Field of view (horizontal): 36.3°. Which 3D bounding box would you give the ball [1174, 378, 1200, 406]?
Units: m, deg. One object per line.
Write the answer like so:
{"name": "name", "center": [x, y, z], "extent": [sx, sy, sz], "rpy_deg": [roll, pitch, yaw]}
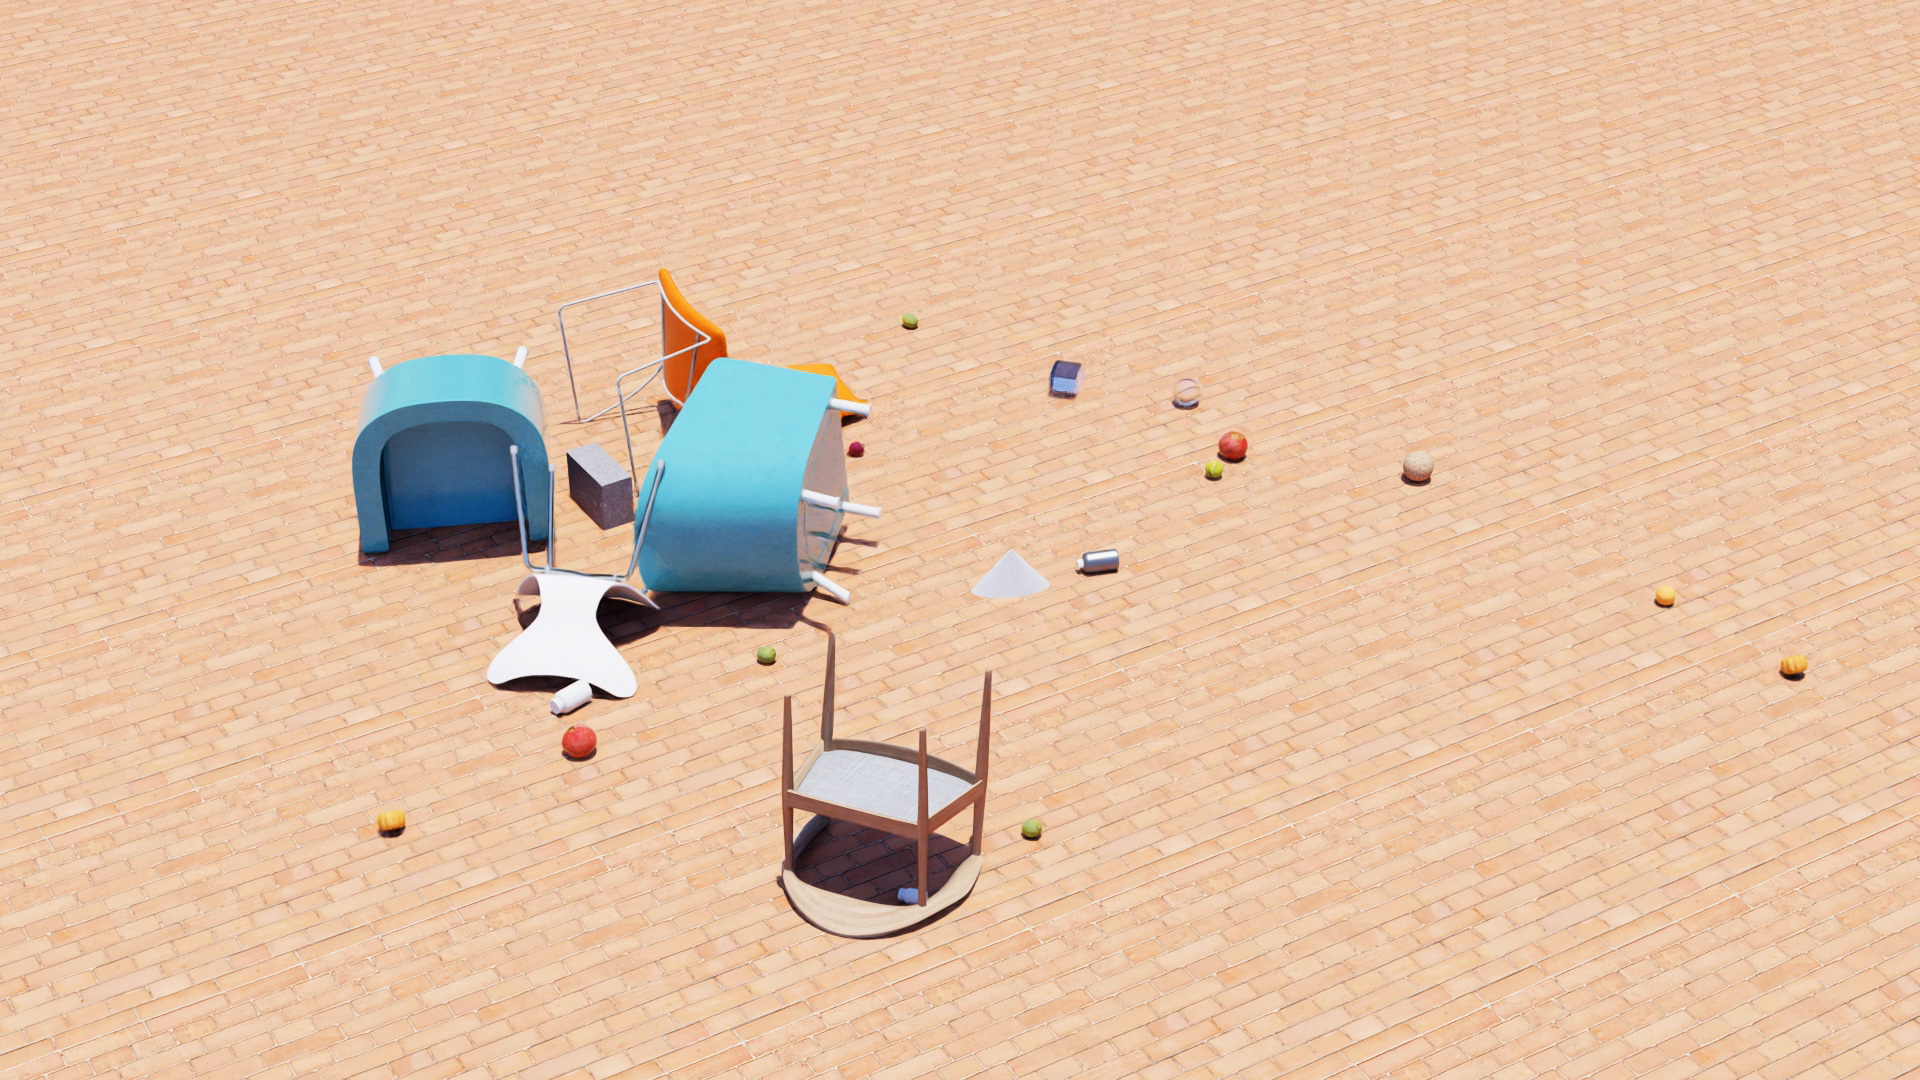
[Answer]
{"name": "ball", "center": [0.909, -0.593, 11.746], "extent": [0.109, 0.109, 0.109], "rpy_deg": [0, 33, 0]}

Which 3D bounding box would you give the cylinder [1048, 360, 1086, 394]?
{"name": "cylinder", "center": [0.432, -0.661, 11.854], "extent": [0.108, 0.103, 0.187], "rpy_deg": [9, 34, 13]}

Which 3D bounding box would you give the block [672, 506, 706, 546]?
{"name": "block", "center": [-1.014, -0.053, 10.940], "extent": [0.072, 0.093, 0.106], "rpy_deg": [-28, 42, -35]}

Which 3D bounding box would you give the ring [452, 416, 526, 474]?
{"name": "ring", "center": [-1.824, -0.367, 11.350], "extent": [0.297, 0.090, 0.225], "rpy_deg": [-23, 72, -13]}

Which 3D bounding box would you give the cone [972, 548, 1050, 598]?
{"name": "cone", "center": [0.184, 0.101, 10.636], "extent": [0.291, 0.170, 0.128], "rpy_deg": [-6, 34, -9]}

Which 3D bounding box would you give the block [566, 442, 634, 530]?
{"name": "block", "center": [-1.358, -0.204, 11.074], "extent": [0.125, 0.198, 0.295], "rpy_deg": [-20, 38, -27]}

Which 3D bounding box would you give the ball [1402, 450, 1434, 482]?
{"name": "ball", "center": [1.762, -0.285, 11.269], "extent": [0.118, 0.118, 0.118], "rpy_deg": [0, 33, 0]}
